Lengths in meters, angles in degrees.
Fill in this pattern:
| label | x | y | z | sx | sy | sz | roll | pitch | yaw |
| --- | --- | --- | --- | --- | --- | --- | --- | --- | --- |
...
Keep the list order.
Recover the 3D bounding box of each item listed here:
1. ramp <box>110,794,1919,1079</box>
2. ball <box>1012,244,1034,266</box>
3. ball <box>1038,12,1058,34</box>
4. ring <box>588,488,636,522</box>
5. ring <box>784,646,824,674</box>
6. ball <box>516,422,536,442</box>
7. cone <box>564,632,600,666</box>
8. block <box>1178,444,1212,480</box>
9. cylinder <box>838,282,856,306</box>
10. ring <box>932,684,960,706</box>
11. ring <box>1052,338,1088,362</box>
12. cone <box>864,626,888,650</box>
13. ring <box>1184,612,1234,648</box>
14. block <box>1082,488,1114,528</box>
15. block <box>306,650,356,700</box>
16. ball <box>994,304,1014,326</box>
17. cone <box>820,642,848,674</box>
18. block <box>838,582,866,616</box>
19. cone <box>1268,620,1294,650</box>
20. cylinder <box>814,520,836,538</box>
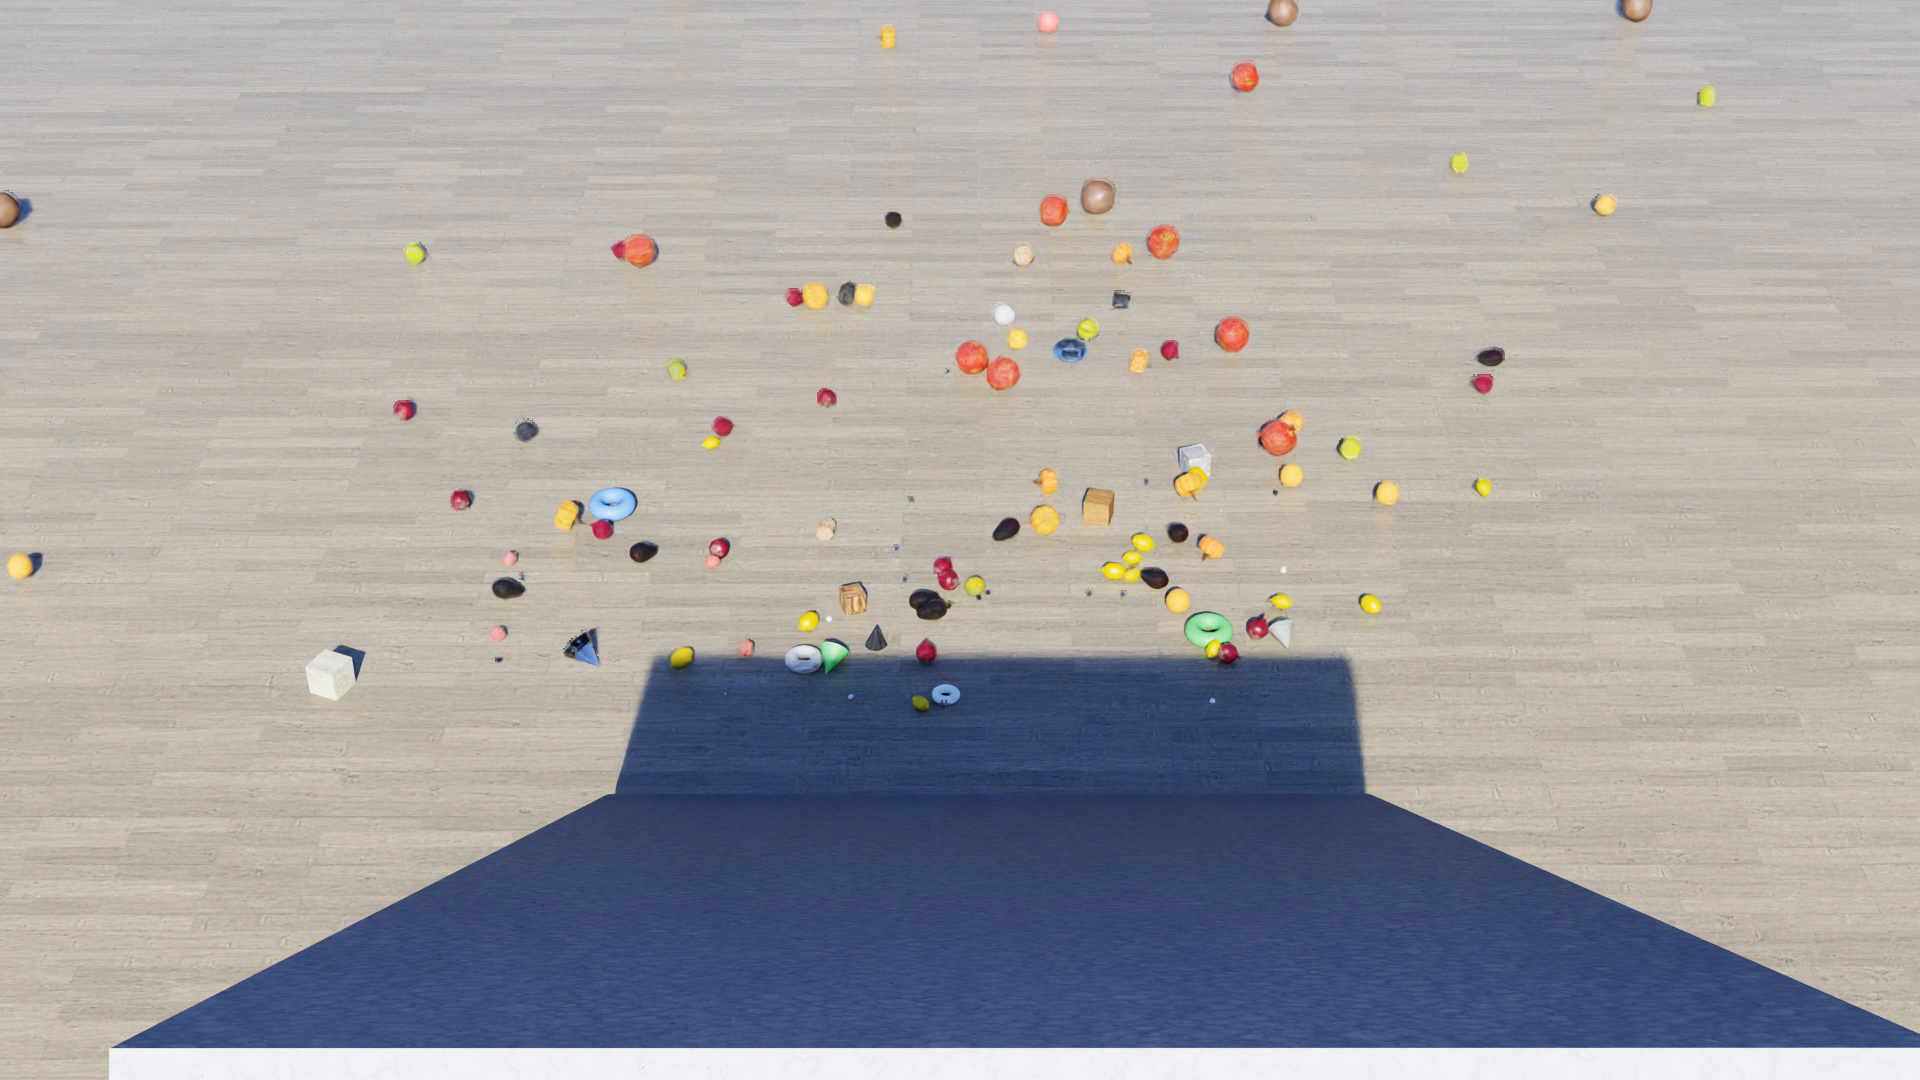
| label | x | y | z | sx | sy | sz | roll | pitch | yaw |
| --- | --- | --- | --- | --- | --- | --- | --- | --- | --- |
| ramp | 0.076 | 0.659 | 4.816 | 2.000 | 0.100 | 4.000 | 0 | -2 | 0 |
| ball | 0.228 | -1.023 | 9.341 | 0.079 | 0.079 | 0.079 | 0 | 35 | 0 |
| ball | 0.376 | -2.202 | 11.042 | 0.090 | 0.090 | 0.090 | 0 | 35 | 0 |
| ring | -1.077 | -0.111 | 8.045 | 0.146 | 0.049 | 0.146 | 0 | 36 | 0 |
| ring | -0.444 | 0.340 | 7.400 | 0.110 | 0.037 | 0.110 | 1 | 34 | -1 |
| ball | -1.402 | -0.350 | 8.376 | 0.066 | 0.066 | 0.066 | 0 | 35 | 0 |
| cone | -1.061 | 0.330 | 7.409 | 0.096 | 0.096 | 0.096 | 43 | 47 | 10 |
| block | 0.744 | -0.249 | 8.222 | 0.074 | 0.074 | 0.074 | -12 | 36 | -16 |
| cylinder | -0.398 | -0.865 | 9.129 | 0.058 | 0.058 | 0.058 | 4 | 35 | 6 |
| ring | -0.040 | 0.433 | 7.274 | 0.081 | 0.027 | 0.081 | 0 | 33 | 0 |
| ring | 0.374 | -0.644 | 8.826 | 0.119 | 0.040 | 0.119 | 0 | 36 | 0 |
| cone | -0.242 | 0.273 | 7.472 | 0.065 | 0.065 | 0.065 | 0 | 35 | 0 |
| ring | 0.720 | 0.262 | 7.506 | 0.140 | 0.047 | 0.140 | -1 | 35 | 1 |
| block | 0.427 | -0.099 | 8.000 | 0.080 | 0.080 | 0.080 | 9 | 35 | 12 |
| block | -1.768 | 0.379 | 7.296 | 0.091 | 0.091 | 0.091 | 15 | 37 | 20 |
| ball | 0.153 | -0.781 | 8.993 | 0.075 | 0.075 | 0.075 | 0 | 35 | 0 |
| cone | -0.370 | 0.348 | 7.388 | 0.085 | 0.085 | 0.085 | 11 | 63 | 15 |
| block | -0.315 | 0.174 | 7.618 | 0.062 | 0.062 | 0.062 | -12 | 36 | -17 |
| cone | 0.936 | 0.283 | 7.483 | 0.079 | 0.079 | 0.079 | -8 | 62 | -12 |
| cylinder | -0.410 | -0.034 | 7.931 | 0.050 | 0.050 | 0.050 | 14 | 14 | 20 |
